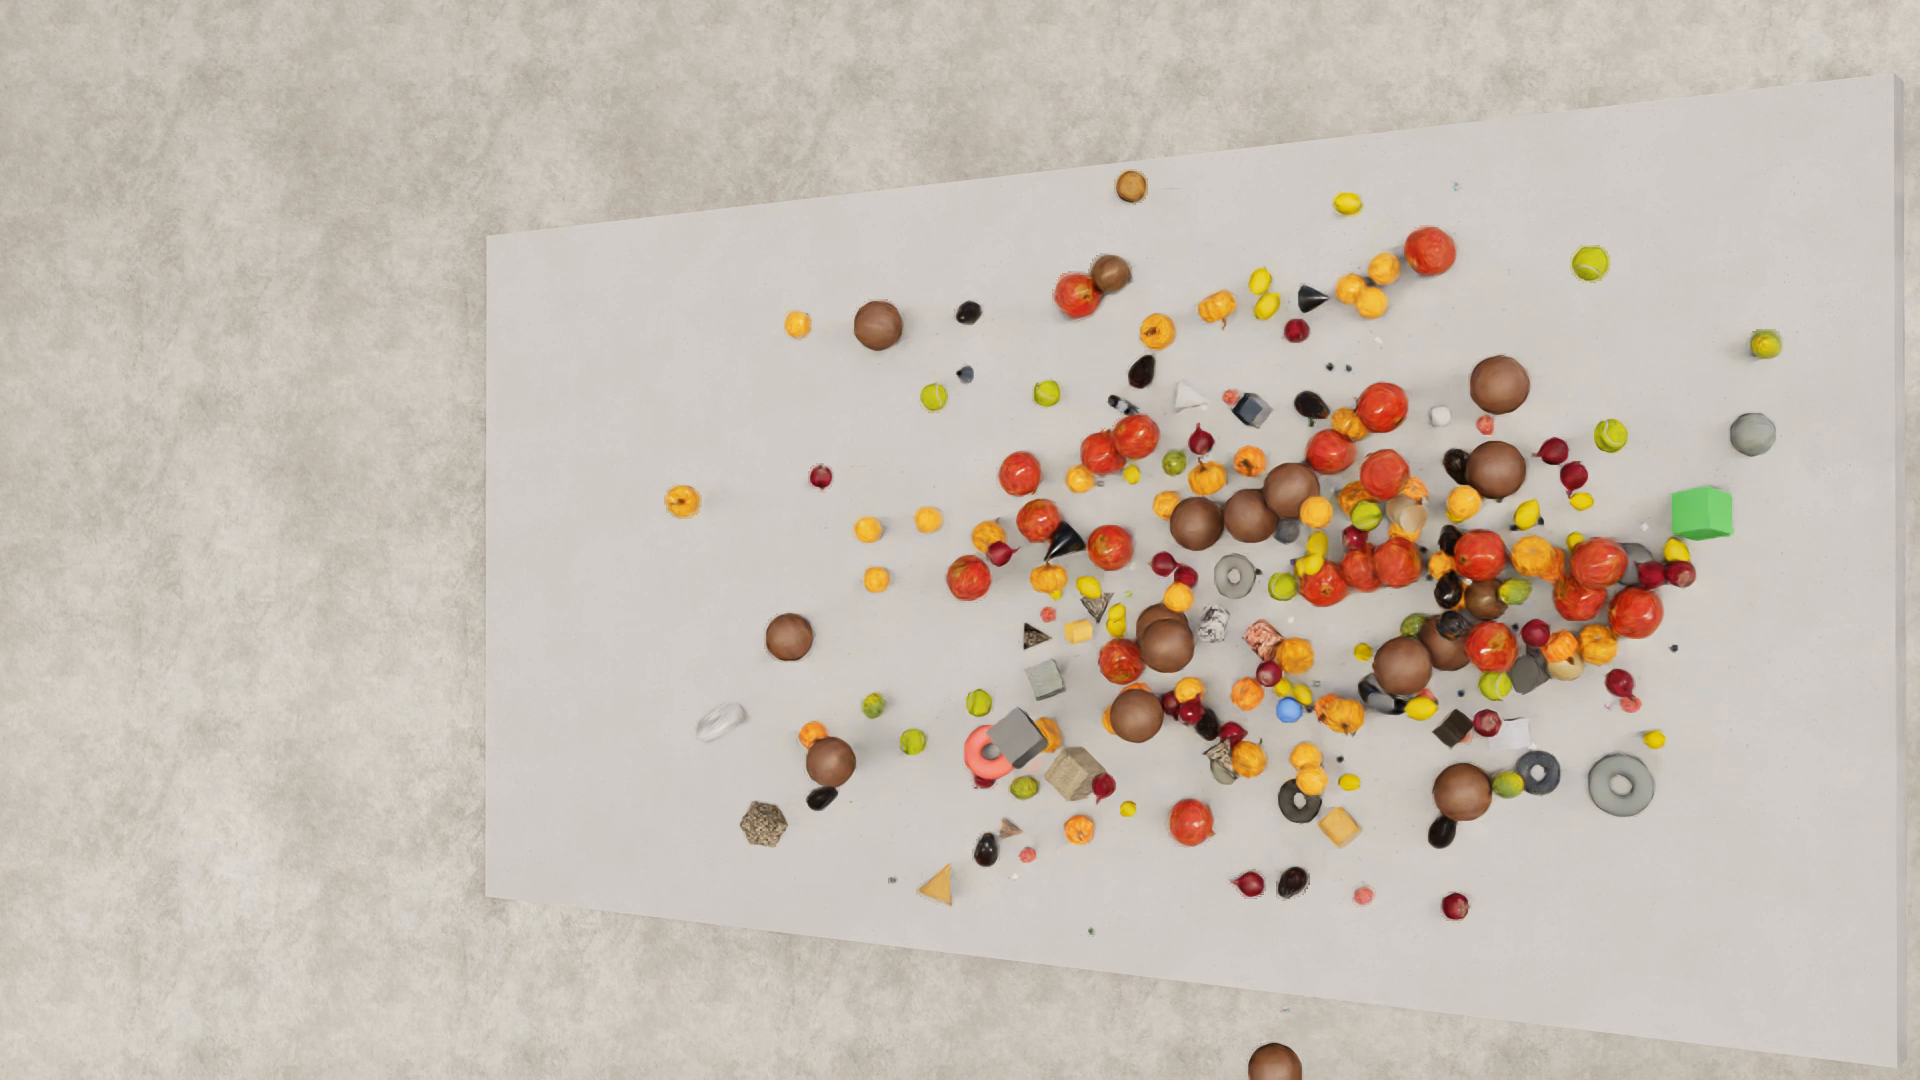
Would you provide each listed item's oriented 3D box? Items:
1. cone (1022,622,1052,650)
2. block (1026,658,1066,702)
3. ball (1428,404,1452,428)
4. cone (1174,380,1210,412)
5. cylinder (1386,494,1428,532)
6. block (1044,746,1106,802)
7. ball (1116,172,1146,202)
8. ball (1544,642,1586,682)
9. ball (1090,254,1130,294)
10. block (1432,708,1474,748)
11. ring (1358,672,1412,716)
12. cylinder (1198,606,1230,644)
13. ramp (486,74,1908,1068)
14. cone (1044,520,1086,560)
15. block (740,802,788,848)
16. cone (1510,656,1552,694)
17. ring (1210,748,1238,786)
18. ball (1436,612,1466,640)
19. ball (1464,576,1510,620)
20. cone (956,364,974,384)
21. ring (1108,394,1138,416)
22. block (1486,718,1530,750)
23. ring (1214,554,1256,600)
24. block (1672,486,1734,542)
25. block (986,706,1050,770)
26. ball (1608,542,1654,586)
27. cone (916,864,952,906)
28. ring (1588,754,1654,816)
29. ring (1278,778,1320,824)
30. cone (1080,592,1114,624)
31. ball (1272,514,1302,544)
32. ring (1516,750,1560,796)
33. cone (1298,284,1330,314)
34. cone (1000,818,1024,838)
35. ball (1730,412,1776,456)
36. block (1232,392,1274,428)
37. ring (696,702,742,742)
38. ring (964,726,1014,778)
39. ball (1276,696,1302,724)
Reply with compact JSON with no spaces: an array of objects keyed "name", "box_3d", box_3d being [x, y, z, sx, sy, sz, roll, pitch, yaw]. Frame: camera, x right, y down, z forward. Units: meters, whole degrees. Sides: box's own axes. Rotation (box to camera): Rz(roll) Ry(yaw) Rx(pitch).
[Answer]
[{"name":"cone","box_3d":[0.198,0.245,5.535,0.070,0.070,0.070,6,90,13]},{"name":"block","box_3d":[0.213,0.348,5.463,0.076,0.076,0.076,-21,77,2]},{"name":"ball","box_3d":[1.061,-0.273,4.857,0.051,0.051,0.051,0,90,0]},{"name":"cone","box_3d":[0.564,-0.340,5.289,0.082,0.082,0.082,13,90,6]},{"name":"cylinder","box_3d":[0.991,-0.060,4.884,0.068,0.068,0.068,-6,113,-15]},{"name":"block","box_3d":[0.284,0.578,5.437,0.092,0.092,0.092,45,113,26]},{"name":"ball","box_3d":[0.418,-0.863,5.369,0.075,0.075,0.075,0,90,0]},{"name":"ball","box_3d":[1.308,0.264,4.754,0.084,0.084,0.084,0,90,0]},{"name":"ball","box_3d":[0.368,-0.653,5.389,0.096,0.096,0.096,0,90,0]},{"name":"block","box_3d":[1.085,0.414,4.838,0.054,0.054,0.054,43,59,7]},{"name":"ring","box_3d":[0.958,0.347,4.956,0.126,0.126,0.042,21,123,0]},{"name":"cylinder","box_3d":[0.597,0.199,5.175,0.065,0.065,0.065,20,51,0]},{"name":"ramp","box_3d":[0.251,0.069,5.580,4.000,0.100,2.000,0,89,34]},{"name":"cone","box_3d":[0.241,0.020,5.422,0.097,0.097,0.097,-41,90,-15]},{"name":"block","box_3d":[-0.534,0.774,5.979,0.082,0.082,0.082,16,114,-37]},{"name":"cone","box_3d":[1.255,0.296,4.773,0.083,0.083,0.083,7,89,-30]},{"name":"ring","box_3d":[0.626,0.533,5.205,0.032,0.097,0.097,-11,89,38]},{"name":"ball","box_3d":[1.064,0.186,4.765,0.063,0.063,0.063,0,90,0]},{"name":"ball","box_3d":[1.151,0.127,4.804,0.097,0.097,0.097,0,90,0]},{"name":"cone","box_3d":[0.002,-0.428,5.661,0.050,0.050,0.050,0,89,34]},{"name":"ring","box_3d":[0.398,-0.328,5.372,0.082,0.082,0.027,29,100,0]},{"name":"block","box_3d":[1.197,0.424,4.800,0.062,0.062,0.062,-2,85,-38]},{"name":"ring","box_3d":[0.652,0.086,5.227,0.109,0.036,0.109,0,89,36]},{"name":"block","box_3d":[1.543,-0.054,4.573,0.087,0.087,0.087,13,74,-37]},{"name":"block","box_3d":[0.134,0.456,5.063,0.096,0.096,0.096,-39,72,2]},{"name":"ball","box_3d":[1.425,0.051,4.671,0.095,0.095,0.095,0,90,0]},{"name":"cone","box_3d":[-0.047,0.874,5.635,0.098,0.098,0.098,24,78,0]},{"name":"ring","box_3d":[1.409,0.523,4.691,0.139,0.046,0.139,6,105,24]},{"name":"ring","box_3d":[0.792,0.608,5.129,0.108,0.036,0.108,0,90,35]},{"name":"cone","box_3d":[0.350,0.152,5.431,0.079,0.079,0.079,-38,90,3]},{"name":"ball","box_3d":[0.761,-0.025,5.134,0.069,0.069,0.069,0,90,0]},{"name":"ring","box_3d":[1.265,0.509,4.811,0.102,0.034,0.102,-1,88,35]},{"name":"cone","box_3d":[0.823,-0.555,5.055,0.067,0.067,0.067,1,89,35]},{"name":"cone","box_3d":[0.134,0.737,5.577,0.058,0.058,0.058,11,90,7]},{"name":"ball","box_3d":[1.635,-0.218,4.533,0.091,0.091,0.091,0,90,0]},{"name":"block","box_3d":[0.691,-0.306,5.190,0.058,0.058,0.058,47,114,25]},{"name":"ring","box_3d":[-0.662,0.501,6.057,0.145,0.145,0.048,-35,109,0]},{"name":"ring","box_3d":[0.079,0.537,5.571,0.143,0.048,0.143,-1,68,2]},{"name":"ball","box_3d":[0.763,0.395,5.098,0.062,0.062,0.062,0,90,0]}]
